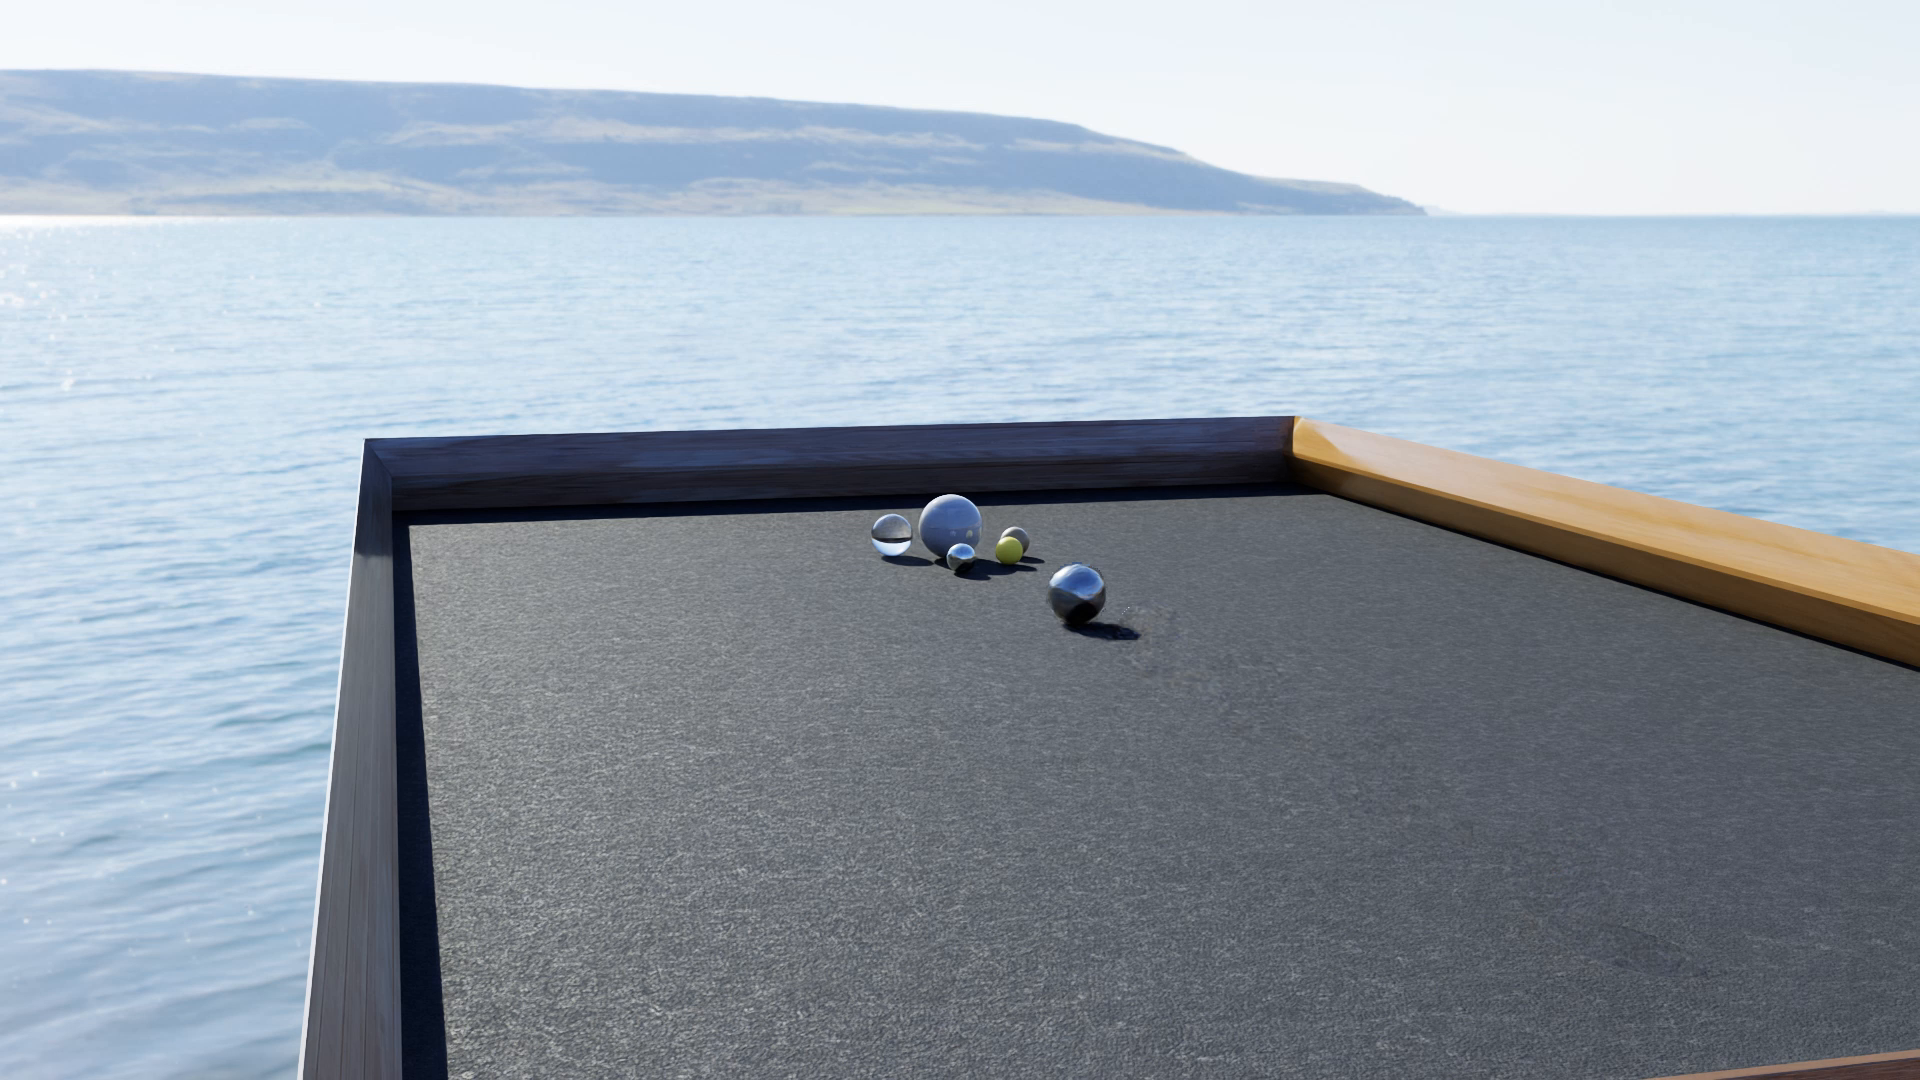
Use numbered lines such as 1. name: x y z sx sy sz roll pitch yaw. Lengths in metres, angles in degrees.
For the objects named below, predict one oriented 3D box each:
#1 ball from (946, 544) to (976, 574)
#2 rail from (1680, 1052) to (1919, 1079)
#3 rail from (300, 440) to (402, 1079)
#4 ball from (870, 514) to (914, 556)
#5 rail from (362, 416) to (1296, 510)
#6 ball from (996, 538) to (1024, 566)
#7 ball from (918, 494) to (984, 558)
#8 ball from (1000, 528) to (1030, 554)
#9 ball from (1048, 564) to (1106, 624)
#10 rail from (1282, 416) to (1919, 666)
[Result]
1. ball: 0.002 0.027 3.222 0.044 0.044 0.044 0 8 0
2. rail: 0.583 0.298 1.108 1.764 0.128 0.045 -2 9 -14
3. rail: -0.635 0.109 2.379 0.045 0.128 3.144 -2 9 -14
4. ball: -0.104 -0.007 3.377 0.065 0.065 0.065 0 8 0
5. rail: -0.190 -0.144 4.073 1.764 0.128 0.045 -2 9 -14
6. ball: 0.074 0.017 3.296 0.042 0.042 0.042 0 8 0
7. ball: -0.014 -0.020 3.349 0.099 0.099 0.099 0 8 0
8. ball: 0.084 0.003 3.375 0.046 0.046 0.046 0 8 0
9. ball: 0.150 0.070 2.826 0.076 0.076 0.076 0 8 0
10. rail: 1.027 0.045 2.803 0.045 0.128 3.144 -2 9 -14
